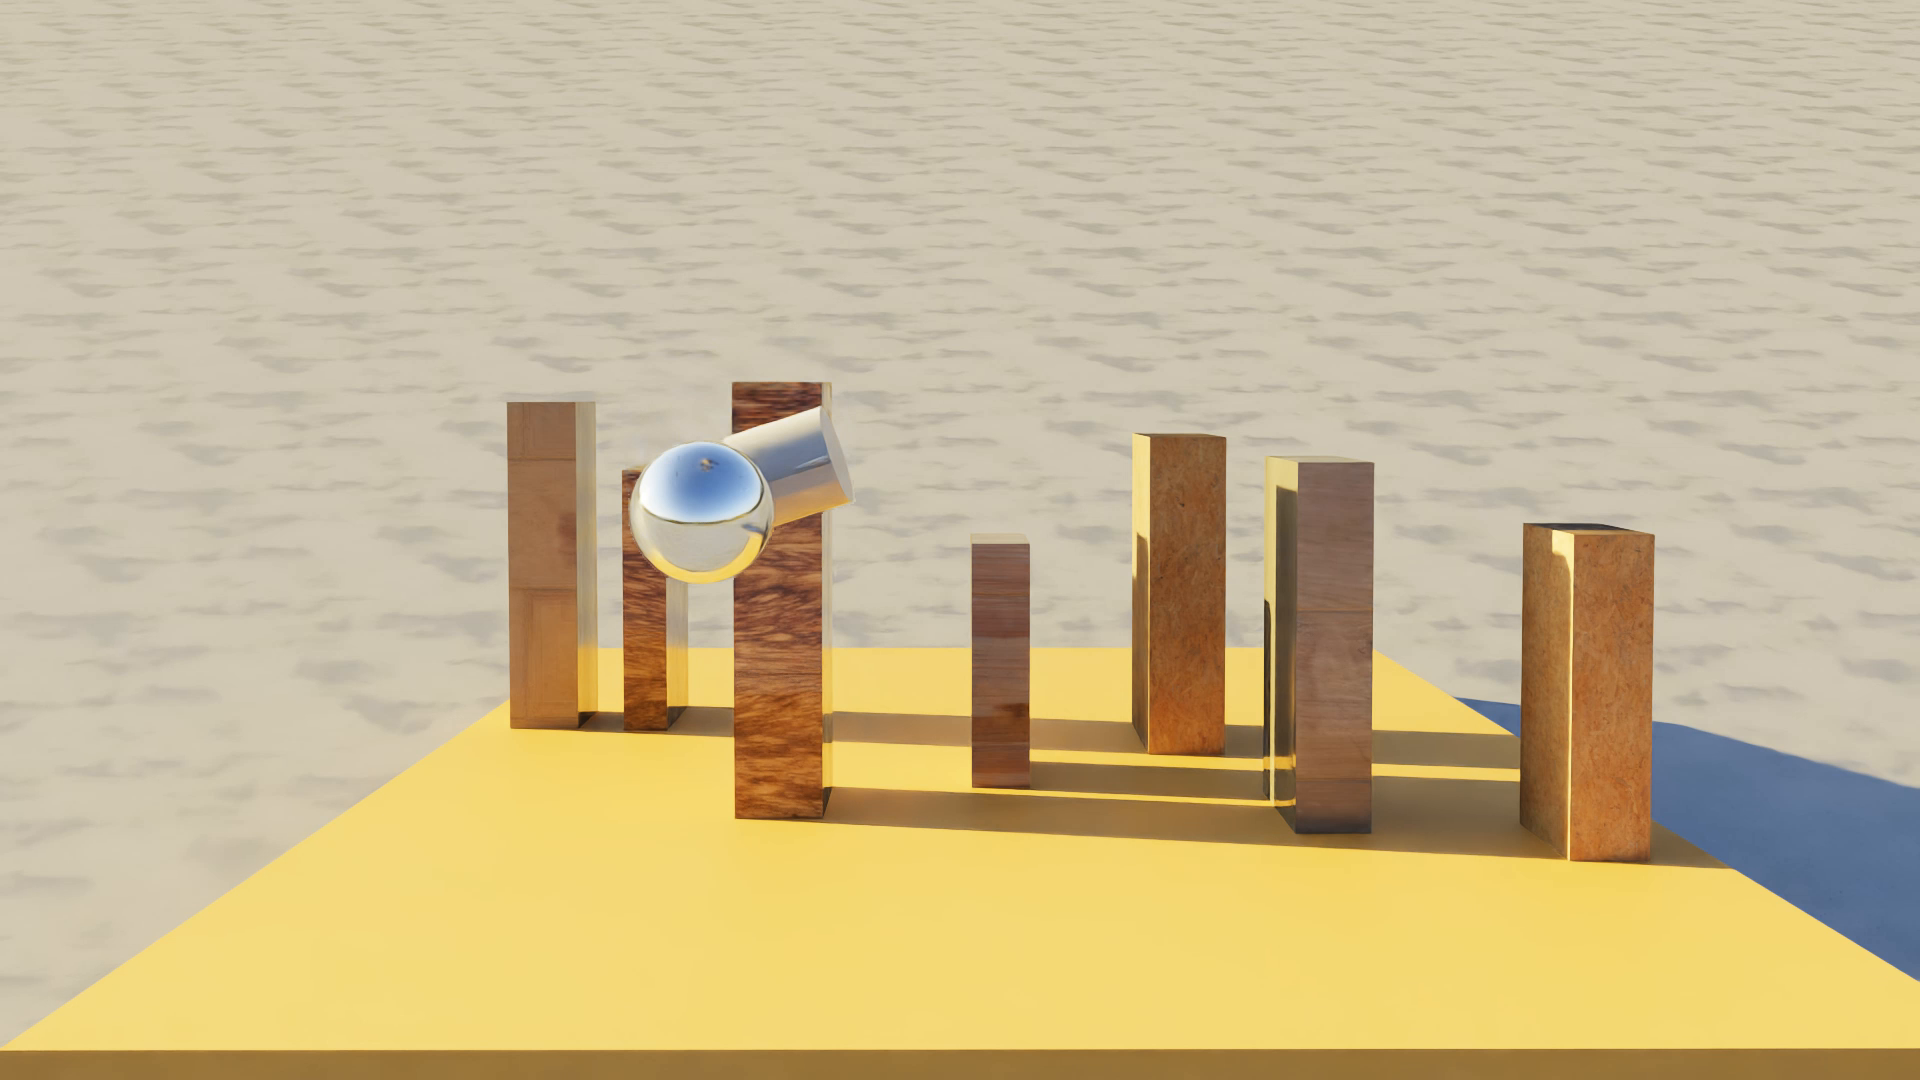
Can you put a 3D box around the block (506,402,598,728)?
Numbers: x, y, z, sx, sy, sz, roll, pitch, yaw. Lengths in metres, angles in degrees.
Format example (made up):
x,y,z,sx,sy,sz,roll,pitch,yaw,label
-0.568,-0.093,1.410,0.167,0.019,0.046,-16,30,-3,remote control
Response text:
x,y,z,sx,sy,sz,roll,pitch,yaw,label
-0.803,0.042,5.078,0.132,0.629,0.277,0,3,0,block

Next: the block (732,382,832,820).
x,y,z,sx,sy,sz,roll,pitch,yaw,label
-0.276,0.083,4.047,0.134,0.664,0.326,0,3,0,block

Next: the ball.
x,y,z,sx,sy,sz,roll,pitch,yaw,label
-0.236,-0.026,2.350,0.131,0.131,0.131,0,21,0,ball

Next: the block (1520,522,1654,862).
x,y,z,sx,sy,sz,roll,pitch,yaw,label
0.896,0.209,3.690,0.111,0.452,0.314,0,3,0,block

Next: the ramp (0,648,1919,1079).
x,y,z,sx,sy,sz,roll,pitch,yaw,label
0.048,0.438,4.532,2.000,0.100,4.000,0,3,0,ramp

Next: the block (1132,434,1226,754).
x,y,z,sx,sy,sz,roll,pitch,yaw,label
0.405,0.088,4.797,0.136,0.567,0.441,0,3,0,block

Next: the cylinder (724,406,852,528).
x,y,z,sx,sy,sz,roll,pitch,yaw,label
-0.194,-0.080,2.908,0.114,0.114,0.114,-18,20,6,cylinder

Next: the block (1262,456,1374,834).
x,y,z,sx,sy,sz,roll,pitch,yaw,label
0.547,0.148,3.953,0.112,0.545,0.396,0,3,0,block

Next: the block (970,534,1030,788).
x,y,z,sx,sy,sz,roll,pitch,yaw,label
0.066,0.197,4.355,0.095,0.401,0.312,0,3,0,block

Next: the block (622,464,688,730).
x,y,z,sx,sy,sz,roll,pitch,yaw,label
-0.604,0.105,5.110,0.083,0.500,0.398,0,3,0,block
